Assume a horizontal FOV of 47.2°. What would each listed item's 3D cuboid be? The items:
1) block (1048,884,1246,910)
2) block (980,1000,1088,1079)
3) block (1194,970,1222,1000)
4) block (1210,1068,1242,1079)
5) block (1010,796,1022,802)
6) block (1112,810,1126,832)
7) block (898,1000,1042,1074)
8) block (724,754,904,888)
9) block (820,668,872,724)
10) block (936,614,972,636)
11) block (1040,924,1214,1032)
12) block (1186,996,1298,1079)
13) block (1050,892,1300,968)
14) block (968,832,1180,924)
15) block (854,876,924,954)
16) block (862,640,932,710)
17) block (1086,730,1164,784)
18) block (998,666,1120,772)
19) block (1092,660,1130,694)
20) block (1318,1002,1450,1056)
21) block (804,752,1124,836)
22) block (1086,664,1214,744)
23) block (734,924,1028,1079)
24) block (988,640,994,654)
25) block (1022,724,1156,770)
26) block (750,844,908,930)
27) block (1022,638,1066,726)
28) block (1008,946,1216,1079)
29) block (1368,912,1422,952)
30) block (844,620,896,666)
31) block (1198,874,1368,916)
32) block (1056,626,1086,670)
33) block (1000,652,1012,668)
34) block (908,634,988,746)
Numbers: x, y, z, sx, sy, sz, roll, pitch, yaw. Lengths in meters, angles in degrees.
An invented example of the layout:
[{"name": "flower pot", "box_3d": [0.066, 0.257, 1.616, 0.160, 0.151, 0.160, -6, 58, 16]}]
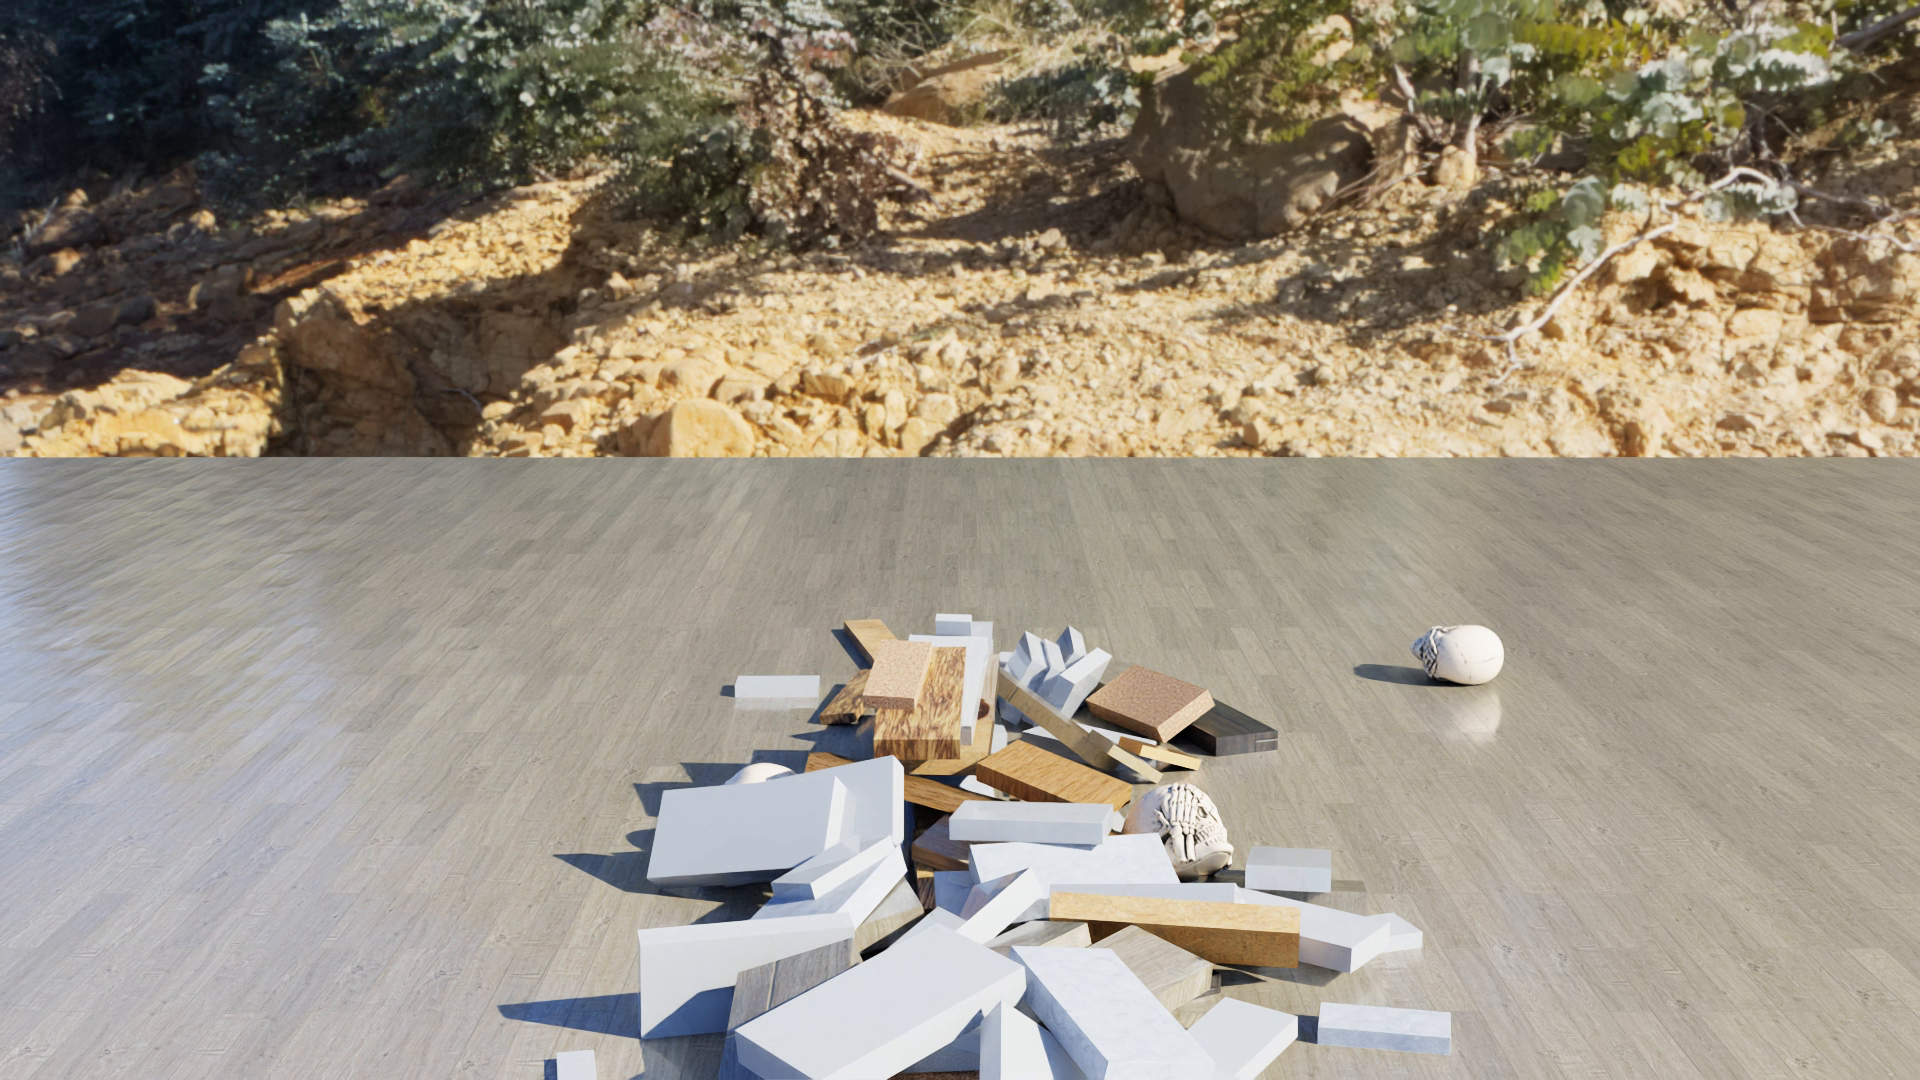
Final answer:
[{"name": "block", "box_3d": [0.287, 0.559, 3.309, 0.281, 0.040, 0.140, -3, -29, 17]}, {"name": "block", "box_3d": [0.096, 0.690, 2.648, 0.150, 0.043, 0.301, 36, 17, -11]}, {"name": "block", "box_3d": [0.189, 0.664, 3.190, 0.392, 0.030, 0.107, -6, 12, -30]}, {"name": "block", "box_3d": [0.304, 0.688, 2.726, 0.050, 0.014, 0.101, 13, 22, 30]}, {"name": "block", "box_3d": [0.102, 0.488, 4.036, 0.019, 0.066, 0.132, 1, 11, 3]}, {"name": "block", "box_3d": [0.215, 0.481, 3.856, 0.119, 0.034, 0.238, 9, -13, 14]}, {"name": "block", "box_3d": [-0.073, 0.654, 2.932, 0.338, 0.048, 0.169, -10, 8, 29]}, {"name": "block", "box_3d": [-0.252, 0.471, 3.679, 0.323, 0.162, 0.046, -13, -37, 17]}, {"name": "block", "box_3d": [-0.227, 0.343, 4.863, 0.076, 0.022, 0.337, -5, 12, 13]}, {"name": "block", "box_3d": [-0.009, 0.195, 4.157, 0.066, 0.132, 0.019, 2, 42, 6]}, {"name": "block", "box_3d": [0.205, 0.624, 3.046, 0.145, 0.041, 0.290, 21, 24, 38]}, {"name": "block", "box_3d": [0.306, 0.684, 2.821, 0.108, 0.031, 0.348, 9, 19, 34]}, {"name": "block", "box_3d": [0.318, 0.575, 3.243, 0.361, 0.040, 0.140, 2, -31, 9]}, {"name": "block", "box_3d": [0.181, 0.536, 3.485, 0.310, 0.044, 0.155, -2, 27, -9]}, {"name": "block", "box_3d": [-0.154, 0.577, 3.459, 0.155, 0.044, 0.310, -16, 9, -9]}, {"name": "block", "box_3d": [-0.110, 0.239, 3.920, 0.092, 0.026, 0.184, 3, 30, 9]}, {"name": "block", "box_3d": [0.320, 0.420, 4.273, 0.152, 0.022, 0.076, 33, 0, -36]}, {"name": "block", "box_3d": [0.148, 0.332, 4.389, 0.387, 0.035, 0.125, 36, 3, 27]}, {"name": "block", "box_3d": [0.386, 0.336, 4.929, 0.142, 0.040, 0.357, -5, 12, -25]}, {"name": "block", "box_3d": [0.595, 0.685, 3.086, 0.181, 0.026, 0.090, 2, 11, 12]}, {"name": "block", "box_3d": [0.009, 0.448, 3.749, 0.544, 0.034, 0.119, 14, -1, 14]}, {"name": "block", "box_3d": [0.402, 0.346, 4.686, 0.142, 0.040, 0.284, -34, 22, -20]}, {"name": "block", "box_3d": [-0.097, 0.601, 2.788, 0.338, 0.048, 0.169, -21, 26, -37]}, {"name": "block", "box_3d": [0.002, 0.331, 4.839, 0.101, 0.029, 0.869, 1, 11, 4]}, {"name": "block", "box_3d": [0.263, 0.418, 4.496, 0.250, 0.035, 0.125, 9, 14, 41]}, {"name": "block", "box_3d": [-0.221, 0.565, 3.351, 0.162, 0.046, 0.362, -13, 10, 22]}, {"name": "block", "box_3d": [0.177, 0.310, 4.807, 0.038, 0.133, 0.266, 28, 9, -6]}, {"name": "block", "box_3d": [0.186, 0.610, 2.813, 0.150, 0.043, 0.301, 6, 15, -25]}, {"name": "block", "box_3d": [0.620, 0.620, 3.438, 0.181, 0.026, 0.090, -4, 11, -19]}, {"name": "block", "box_3d": [-0.131, 0.314, 5.085, 0.093, 0.026, 1.084, -2, 11, -12]}, {"name": "block", "box_3d": [0.521, 0.576, 3.570, 0.267, 0.038, 0.134, 1, -1, 7]}, {"name": "block", "box_3d": [0.227, 0.284, 4.959, 0.038, 0.133, 0.265, 35, 9, -6]}, {"name": "block", "box_3d": [0.179, 0.292, 5.200, 0.186, 0.026, 0.093, 2, 11, 13]}, {"name": "block", "box_3d": [-0.036, 0.271, 4.015, 0.148, 0.042, 0.296, 2, 30, 6]}]
